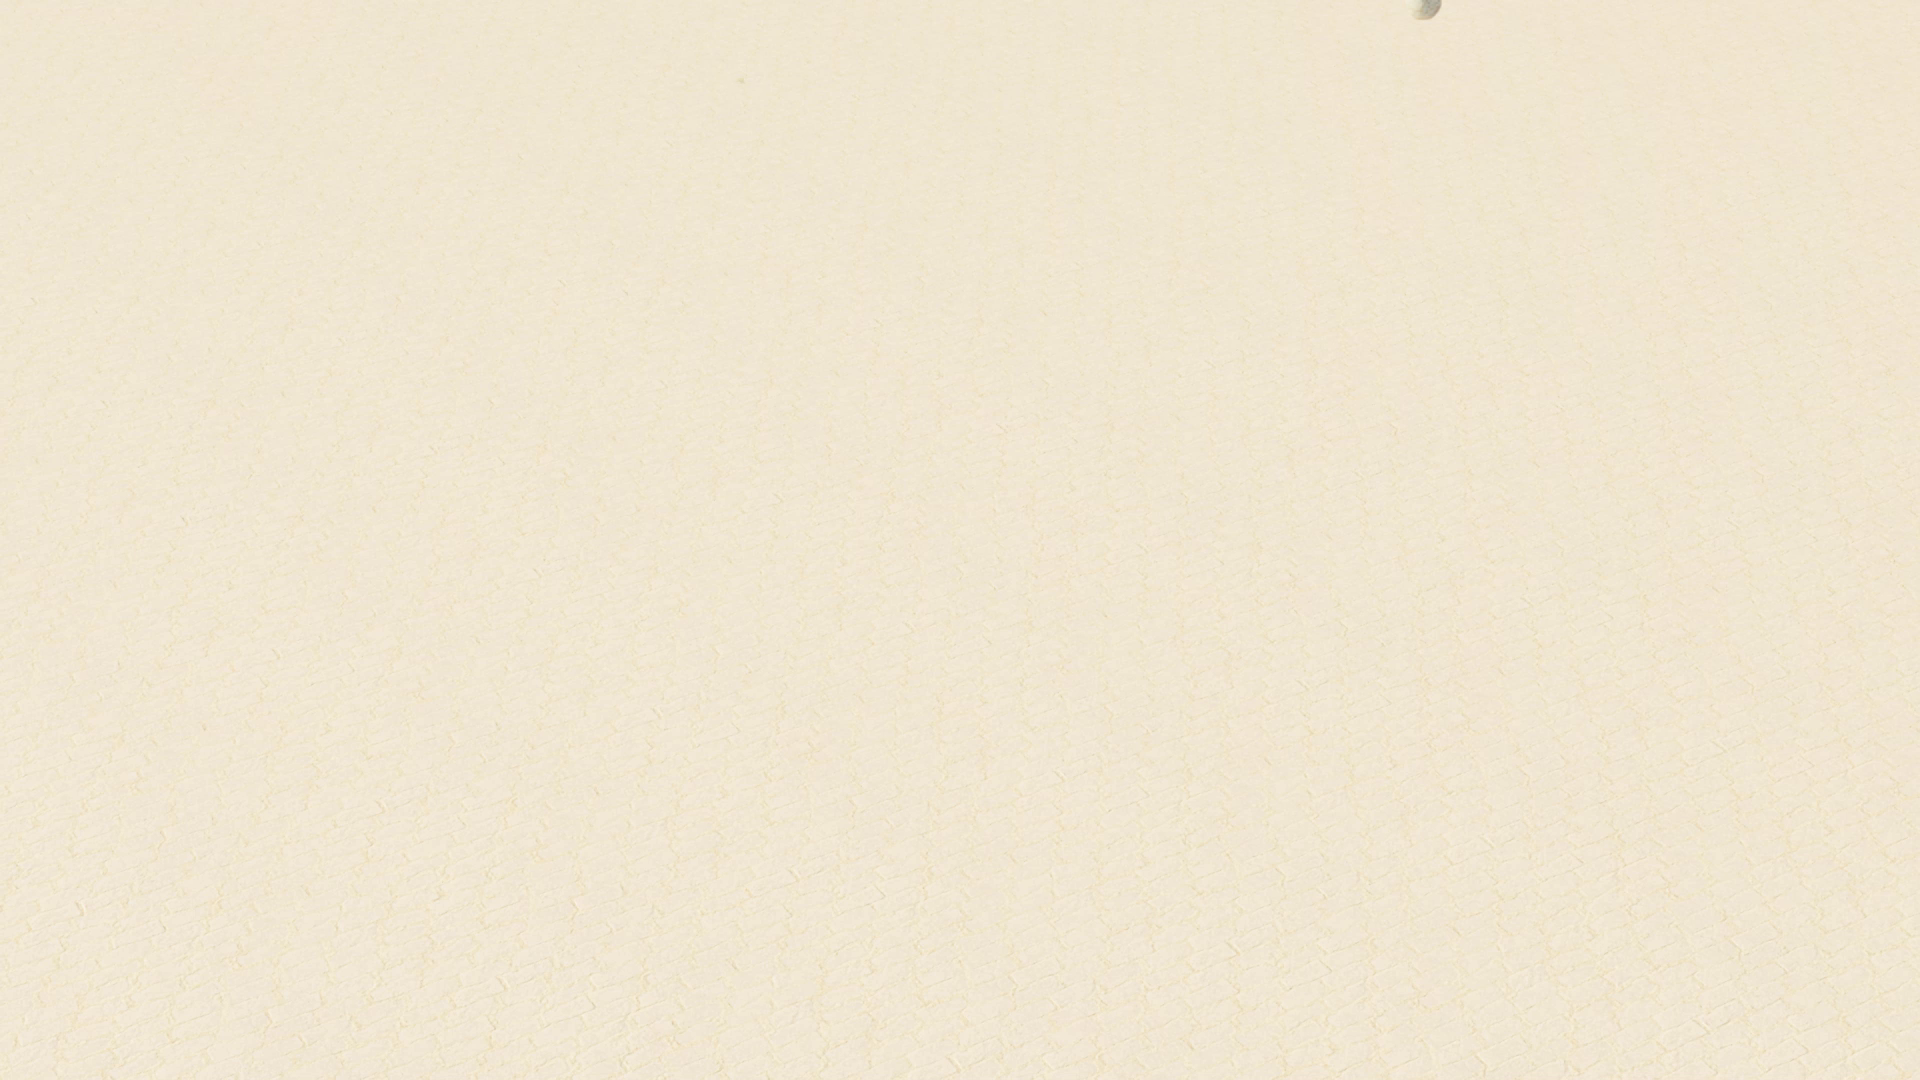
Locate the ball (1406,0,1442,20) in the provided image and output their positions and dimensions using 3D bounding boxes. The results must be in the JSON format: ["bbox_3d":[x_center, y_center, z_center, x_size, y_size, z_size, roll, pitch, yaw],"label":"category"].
[{"bbox_3d":[1.338,-1.552,8.461,0.106,0.106,0.106,0,33,0],"label":"ball"}]
